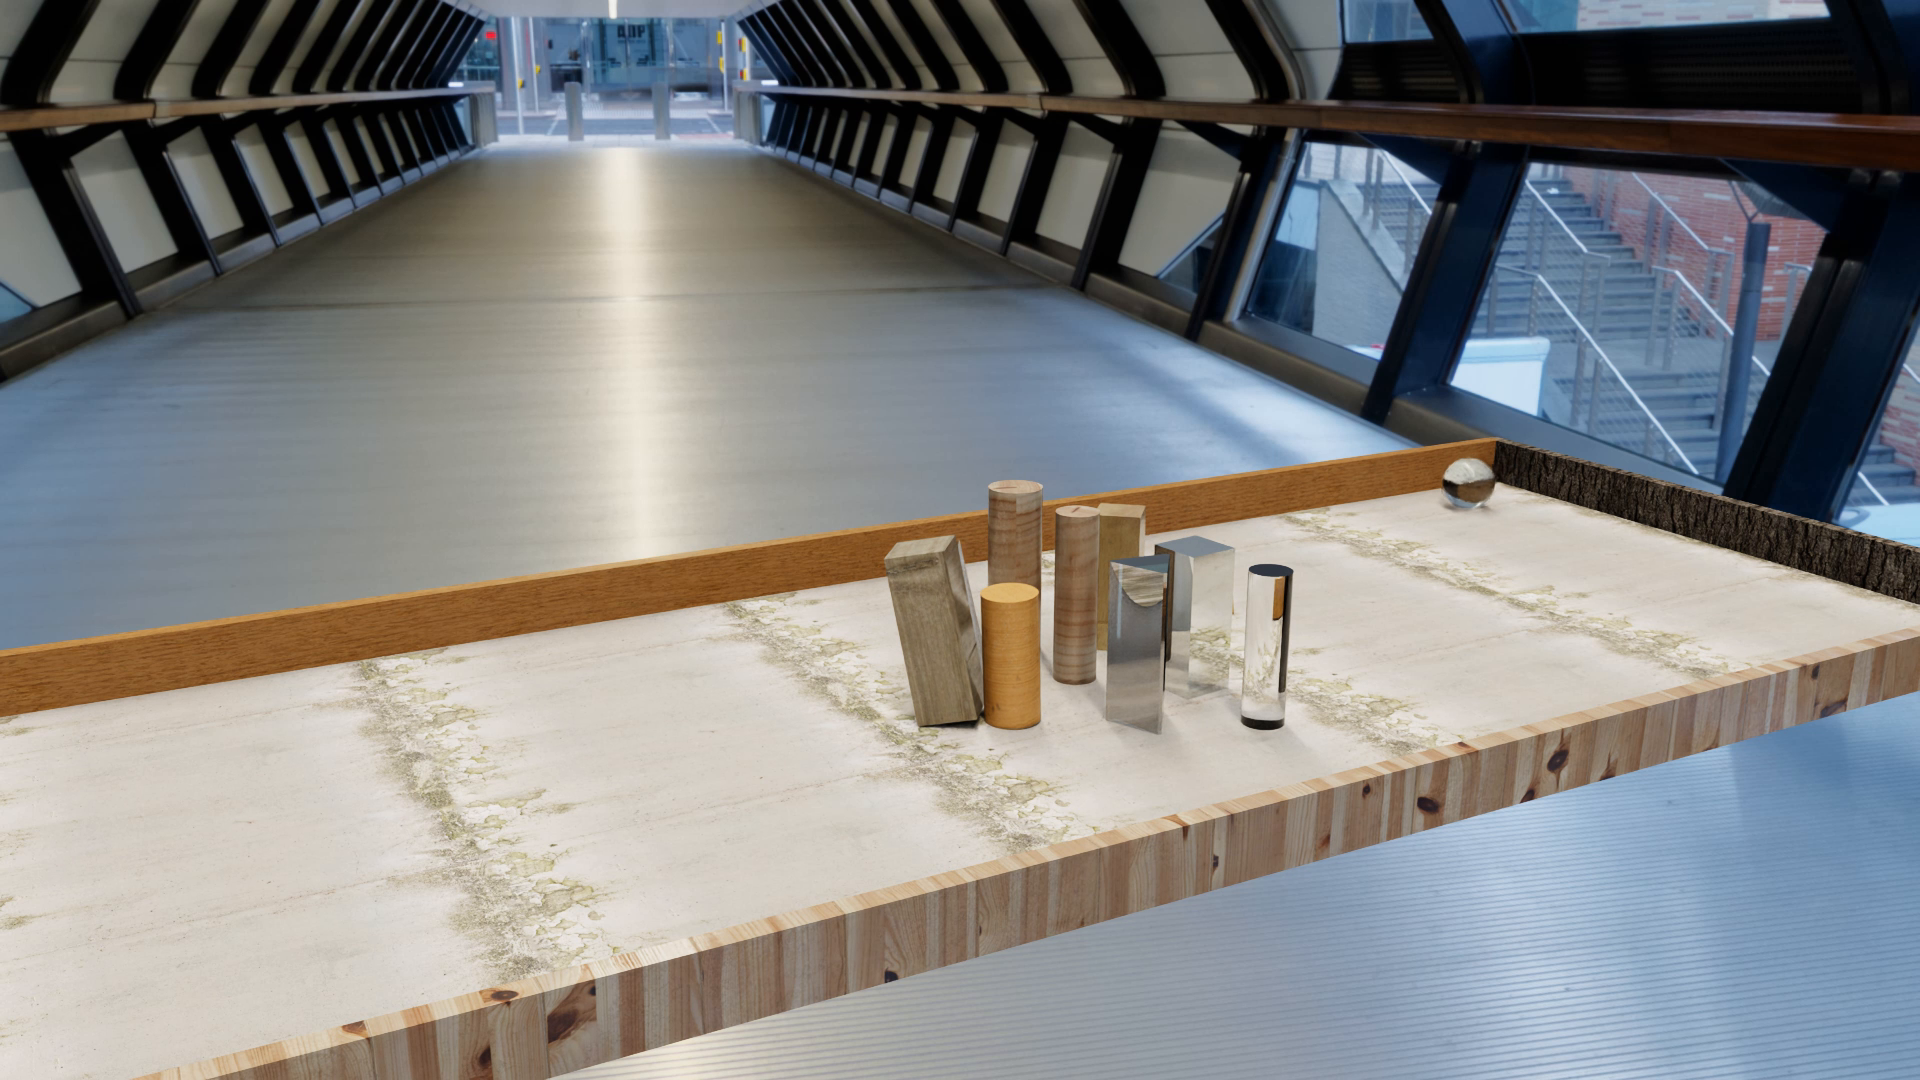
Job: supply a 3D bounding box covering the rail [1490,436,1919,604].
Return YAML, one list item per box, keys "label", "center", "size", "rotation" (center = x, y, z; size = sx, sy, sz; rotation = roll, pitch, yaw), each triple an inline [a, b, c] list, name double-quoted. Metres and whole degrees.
- label: "rail"
  center: [2.466, -0.048, 5.253]
  size: [0.050, 0.150, 2.100]
  rotation: [-9, 18, -27]

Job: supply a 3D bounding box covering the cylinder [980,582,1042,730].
- label: "cylinder"
  center: [0.120, 0.272, 3.861]
  size: [0.135, 0.316, 0.135]
  rotation: [-2, 18, 1]

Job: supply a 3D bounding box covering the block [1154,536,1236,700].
- label: "block"
  center: [0.572, 0.189, 4.068]
  size: [0.138, 0.363, 0.138]
  rotation: [-11, 20, -34]

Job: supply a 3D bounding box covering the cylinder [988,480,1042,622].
- label: "cylinder"
  center: [0.143, 0.074, 4.317]
  size: [0.142, 0.442, 0.142]
  rotation: [0, 16, 0]

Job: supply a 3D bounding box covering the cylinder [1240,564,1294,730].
- label: "cylinder"
  center: [0.714, 0.249, 3.841]
  size: [0.103, 0.375, 0.103]
  rotation: [0, 16, 0]

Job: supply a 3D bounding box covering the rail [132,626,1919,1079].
- label: "rail"
  center: [-2.336, 1.006, 1.665]
  size: [12.000, 0.150, 0.050]
  rotation: [-9, 18, -27]

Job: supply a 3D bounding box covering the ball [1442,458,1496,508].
- label: "ball"
  center: [1.762, -0.198, 5.711]
  size: [0.178, 0.178, 0.178]
  rotation: [0, 16, 0]

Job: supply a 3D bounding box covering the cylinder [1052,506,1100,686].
- label: "cylinder"
  center: [0.290, 0.138, 4.113]
  size: [0.110, 0.435, 0.110]
  rotation: [0, 16, 0]

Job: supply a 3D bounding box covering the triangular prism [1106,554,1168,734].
- label: "triangular prism"
  center: [0.445, 0.235, 3.858]
  size: [0.152, 0.393, 0.132]
  rotation: [13, 21, 37]

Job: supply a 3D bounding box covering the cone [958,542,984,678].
- label: "cone"
  center: [-0.001, 0.173, 4.122]
  size: [0.157, 0.364, 0.157]
  rotation: [0, 16, 0]

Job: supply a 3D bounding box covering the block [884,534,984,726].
- label: "block"
  center: [-0.055, 0.212, 3.867]
  size: [0.144, 0.410, 0.144]
  rotation: [-8, 14, 12]

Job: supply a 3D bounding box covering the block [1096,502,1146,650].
- label: "block"
  center: [0.418, 0.100, 4.359]
  size: [0.121, 0.370, 0.121]
  rotation: [4, 17, 12]

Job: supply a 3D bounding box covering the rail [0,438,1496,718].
- label: "rail"
  center: [-3.305, 0.497, 3.399]
  size: [12.000, 0.150, 0.050]
  rotation: [-9, 18, -27]

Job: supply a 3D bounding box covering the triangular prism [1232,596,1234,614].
- label: "triangular prism"
  center: [0.592, 0.142, 4.681]
  size: [0.356, 0.103, 0.118]
  rotation: [0, 16, -1]
